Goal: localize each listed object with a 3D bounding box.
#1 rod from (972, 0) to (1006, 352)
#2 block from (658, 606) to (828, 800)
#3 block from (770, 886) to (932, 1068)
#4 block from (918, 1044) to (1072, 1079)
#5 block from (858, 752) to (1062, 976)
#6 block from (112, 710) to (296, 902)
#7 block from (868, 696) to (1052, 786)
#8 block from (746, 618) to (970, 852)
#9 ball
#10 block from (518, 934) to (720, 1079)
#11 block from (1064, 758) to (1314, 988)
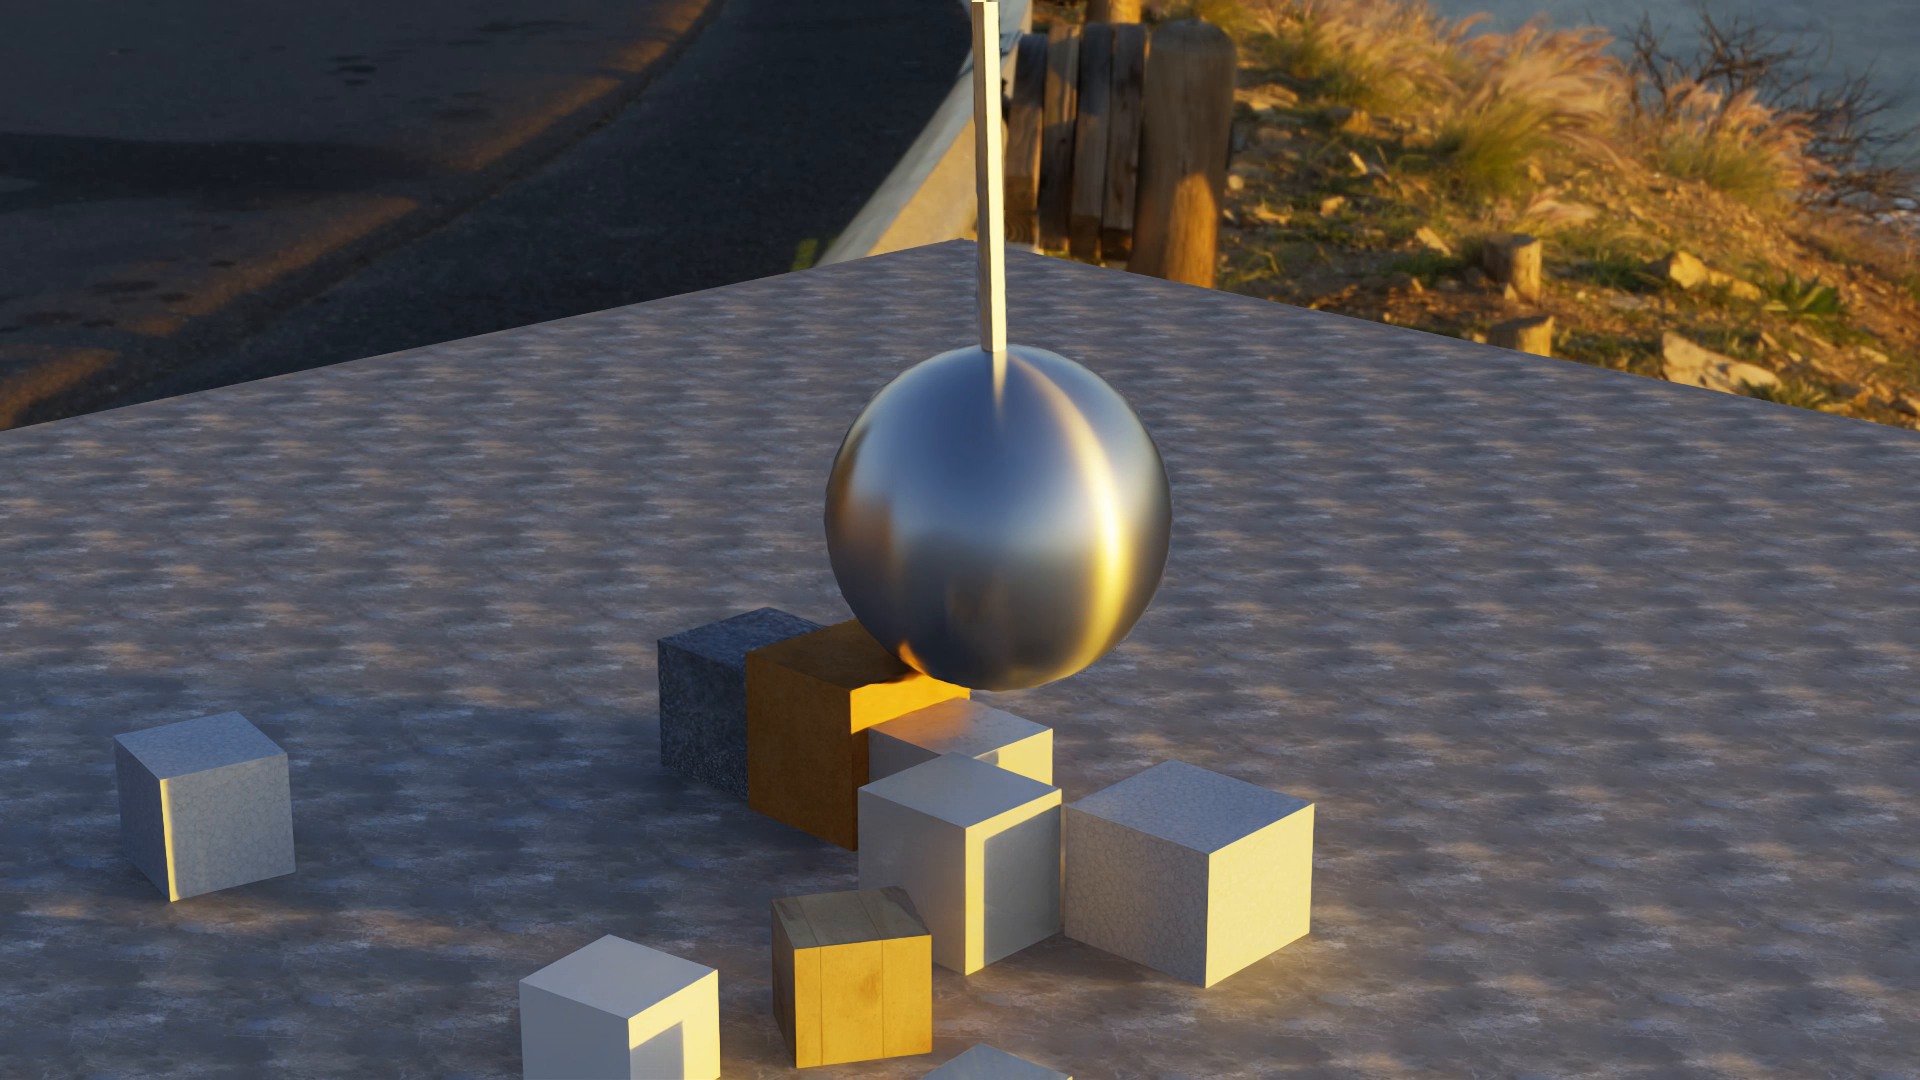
[{"bbox_3d":[0.075,-3.317,12.378,0.080,5.200,0.080,17,26,42],"label":"rod"},{"bbox_3d":[-0.990,0.813,14.644,0.730,0.669,0.717,-17,24,-42],"label":"block"},{"bbox_3d":[-0.443,1.762,11.875,0.553,0.517,0.496,-4,18,-14],"label":"block"},{"bbox_3d":[0.110,2.165,10.851,0.432,0.362,0.434,13,22,37],"label":"block"},{"bbox_3d":[-0.003,1.396,12.773,0.644,0.676,0.600,16,23,41],"label":"block"},{"bbox_3d":[-3.481,1.214,13.503,0.591,0.586,0.652,-11,21,-32],"label":"block"},{"bbox_3d":[0.002,1.155,13.676,0.595,0.595,0.611,-16,24,-42],"label":"block"},{"bbox_3d":[-0.489,0.915,14.098,0.770,0.800,0.739,-17,24,-42],"label":"block"},{"bbox_3d":[0.174,-0.106,13.491,1.600,1.600,1.600,0,17,0],"label":"ball"},{"bbox_3d":[-1.330,1.915,11.481,0.565,0.462,0.520,12,21,33],"label":"block"},{"bbox_3d":[0.994,1.435,12.759,0.778,0.612,0.741,15,23,40],"label":"block"}]
